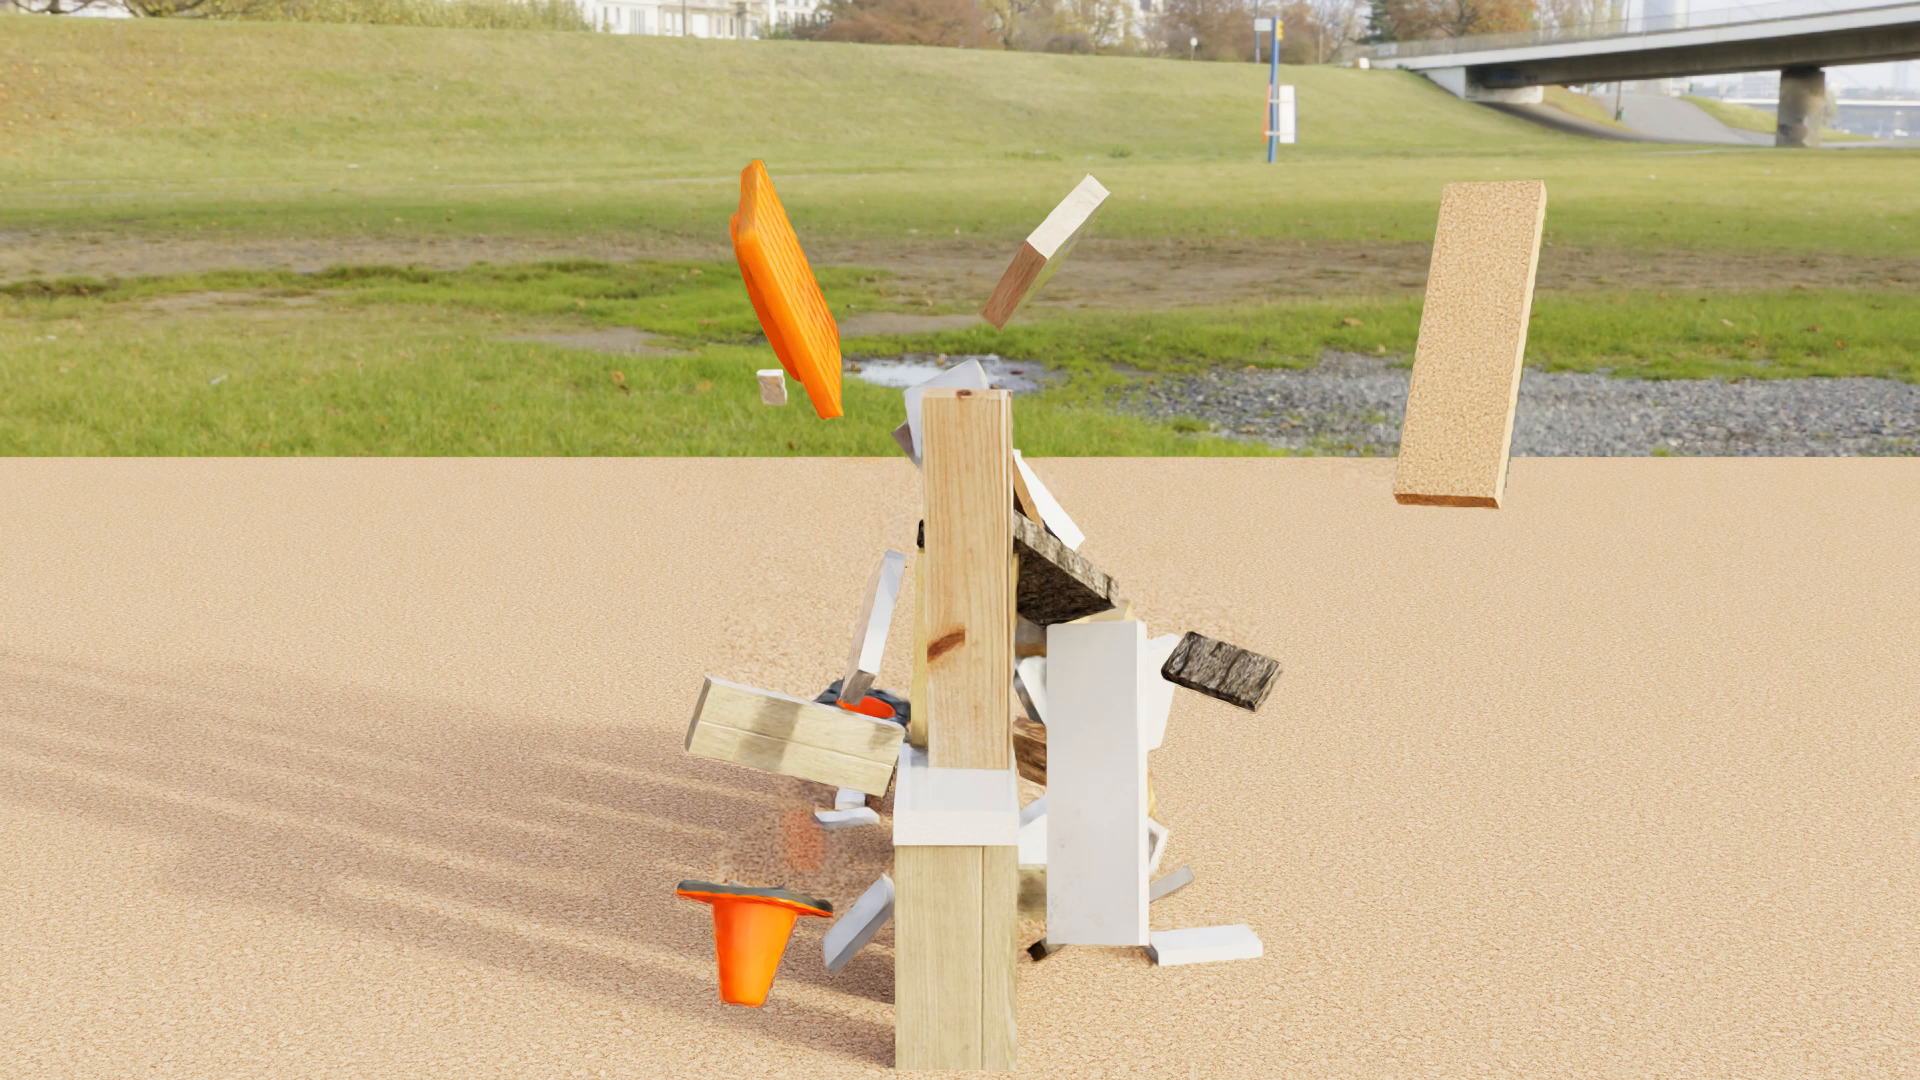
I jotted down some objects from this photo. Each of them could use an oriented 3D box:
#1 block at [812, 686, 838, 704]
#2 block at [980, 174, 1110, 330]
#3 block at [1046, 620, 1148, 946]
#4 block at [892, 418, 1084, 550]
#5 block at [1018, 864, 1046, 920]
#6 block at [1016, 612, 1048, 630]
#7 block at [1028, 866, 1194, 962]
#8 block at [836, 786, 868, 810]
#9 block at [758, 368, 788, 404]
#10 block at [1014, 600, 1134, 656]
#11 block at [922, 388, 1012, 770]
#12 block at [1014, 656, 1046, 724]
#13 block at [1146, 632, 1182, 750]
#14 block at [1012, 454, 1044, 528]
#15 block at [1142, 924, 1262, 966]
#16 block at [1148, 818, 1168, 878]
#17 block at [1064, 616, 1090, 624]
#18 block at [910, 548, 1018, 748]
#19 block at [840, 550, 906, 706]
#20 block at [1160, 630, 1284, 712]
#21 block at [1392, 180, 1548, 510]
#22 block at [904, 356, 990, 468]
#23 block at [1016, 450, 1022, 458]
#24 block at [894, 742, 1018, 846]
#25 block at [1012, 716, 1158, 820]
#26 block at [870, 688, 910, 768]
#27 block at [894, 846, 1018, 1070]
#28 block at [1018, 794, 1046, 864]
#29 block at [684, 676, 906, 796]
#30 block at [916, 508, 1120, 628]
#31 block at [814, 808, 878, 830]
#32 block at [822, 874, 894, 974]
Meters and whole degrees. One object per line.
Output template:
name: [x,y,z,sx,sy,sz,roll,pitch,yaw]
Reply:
block: [-0.296,0.343,4.812,0.048,0.014,0.095,-29,-5,-18]
block: [0.123,-0.424,3.277,0.146,0.041,0.293,-48,-1,-20]
block: [0.201,0.356,3.228,0.143,0.468,0.040,-4,-11,24]
block: [0.040,-0.080,3.244,0.146,0.292,0.041,-30,12,50]
block: [0.138,0.568,3.556,0.168,0.084,0.024,0,10,-2]
block: [0.110,0.102,3.606,0.116,0.016,0.058,28,42,-19]
block: [0.231,0.572,3.365,0.264,0.024,0.084,-23,-13,-19]
block: [-0.206,0.488,4.178,0.054,0.015,0.108,0,11,1]
block: [-0.366,-0.299,4.300,0.048,0.014,0.095,2,-33,4]
block: [0.172,0.145,3.636,0.210,0.030,0.105,1,44,23]
block: [0.012,0.061,2.964,0.115,0.556,0.033,2,26,6]
block: [0.147,0.249,3.723,0.030,0.210,0.105,13,52,39]
block: [0.306,0.262,3.656,0.105,0.210,0.030,-13,36,-37]
block: [0.024,-0.101,3.170,0.115,0.230,0.033,-11,24,32]
block: [0.374,0.627,3.404,0.168,0.024,0.084,-2,11,-13]
block: [0.240,0.446,3.414,0.168,0.084,0.024,32,28,31]
block: [0.168,0.119,3.541,0.016,0.058,0.116,-15,-43,34]
block: [0.006,0.158,3.144,0.143,0.285,0.040,3,11,5]
block: [-0.149,0.149,3.749,0.034,0.243,0.121,19,-34,-9]
block: [0.398,0.198,3.339,0.168,0.024,0.084,19,57,36]
block: [0.747,-0.291,3.213,0.146,0.513,0.041,3,-22,27]
block: [-0.011,-0.171,3.027,0.115,0.033,0.230,-25,26,7]
block: [0.038,-0.029,3.668,0.122,0.243,0.034,1,0,-8]
block: [-0.005,0.348,3.046,0.164,0.047,0.329,0,11,0]
block: [0.206,0.387,3.704,0.252,0.126,0.036,18,52,30]
block: [-0.128,0.372,4.336,0.047,0.190,0.013,-16,34,3]
block: [-0.005,0.552,2.972,0.164,0.329,0.047,0,11,0]
block: [0.147,0.482,3.621,0.252,0.126,0.036,-31,39,-12]
block: [-0.269,0.325,3.618,0.352,0.122,0.034,16,7,-24]
block: [0.087,0.036,3.200,0.143,0.040,0.285,-18,-39,39]
block: [-0.209,0.512,4.046,0.108,0.015,0.054,-5,11,-23]
block: [-0.152,0.581,3.328,0.021,0.147,0.073,36,15,-23]
